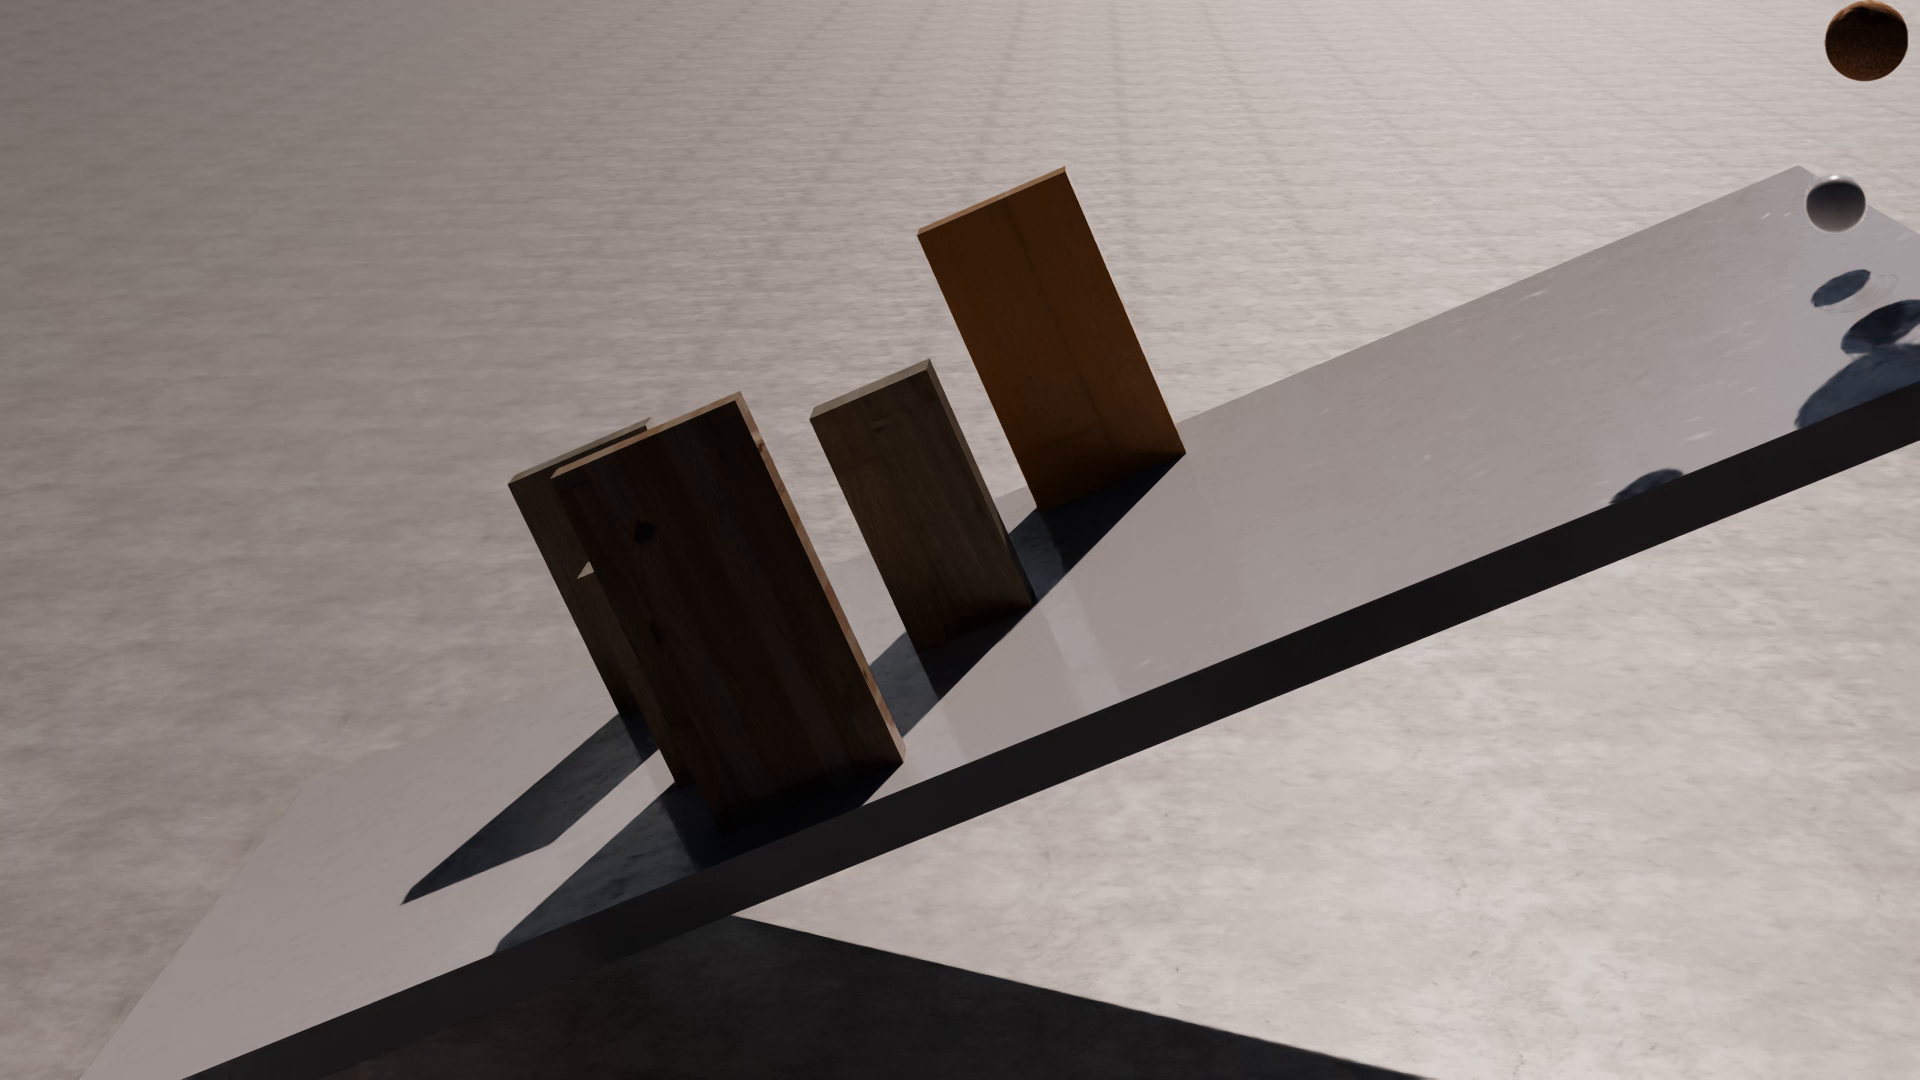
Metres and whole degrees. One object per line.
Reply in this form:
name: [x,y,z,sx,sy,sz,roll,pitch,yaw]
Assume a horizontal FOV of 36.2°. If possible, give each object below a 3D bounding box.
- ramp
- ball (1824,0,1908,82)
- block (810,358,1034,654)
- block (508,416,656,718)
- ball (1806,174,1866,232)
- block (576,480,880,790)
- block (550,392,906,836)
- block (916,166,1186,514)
ramp: [0.131,0.171,6.285,4.000,0.100,2.000,-22,13,8]
ball: [1.802,-0.992,5.846,0.159,0.159,0.159,0,15,0]
block: [-0.077,-0.070,6.158,0.265,0.550,0.116,-22,13,8]
block: [-0.739,0.064,6.715,0.346,0.601,0.094,-22,13,8]
ball: [1.767,-0.678,5.935,0.117,0.117,0.117,0,15,0]
block: [-0.463,0.194,5.945,0.439,0.484,0.127,-22,13,8]
block: [-0.426,0.142,5.473,0.375,0.752,0.083,-22,13,8]
block: [0.216,-0.463,6.844,0.371,0.715,0.098,-22,13,8]
